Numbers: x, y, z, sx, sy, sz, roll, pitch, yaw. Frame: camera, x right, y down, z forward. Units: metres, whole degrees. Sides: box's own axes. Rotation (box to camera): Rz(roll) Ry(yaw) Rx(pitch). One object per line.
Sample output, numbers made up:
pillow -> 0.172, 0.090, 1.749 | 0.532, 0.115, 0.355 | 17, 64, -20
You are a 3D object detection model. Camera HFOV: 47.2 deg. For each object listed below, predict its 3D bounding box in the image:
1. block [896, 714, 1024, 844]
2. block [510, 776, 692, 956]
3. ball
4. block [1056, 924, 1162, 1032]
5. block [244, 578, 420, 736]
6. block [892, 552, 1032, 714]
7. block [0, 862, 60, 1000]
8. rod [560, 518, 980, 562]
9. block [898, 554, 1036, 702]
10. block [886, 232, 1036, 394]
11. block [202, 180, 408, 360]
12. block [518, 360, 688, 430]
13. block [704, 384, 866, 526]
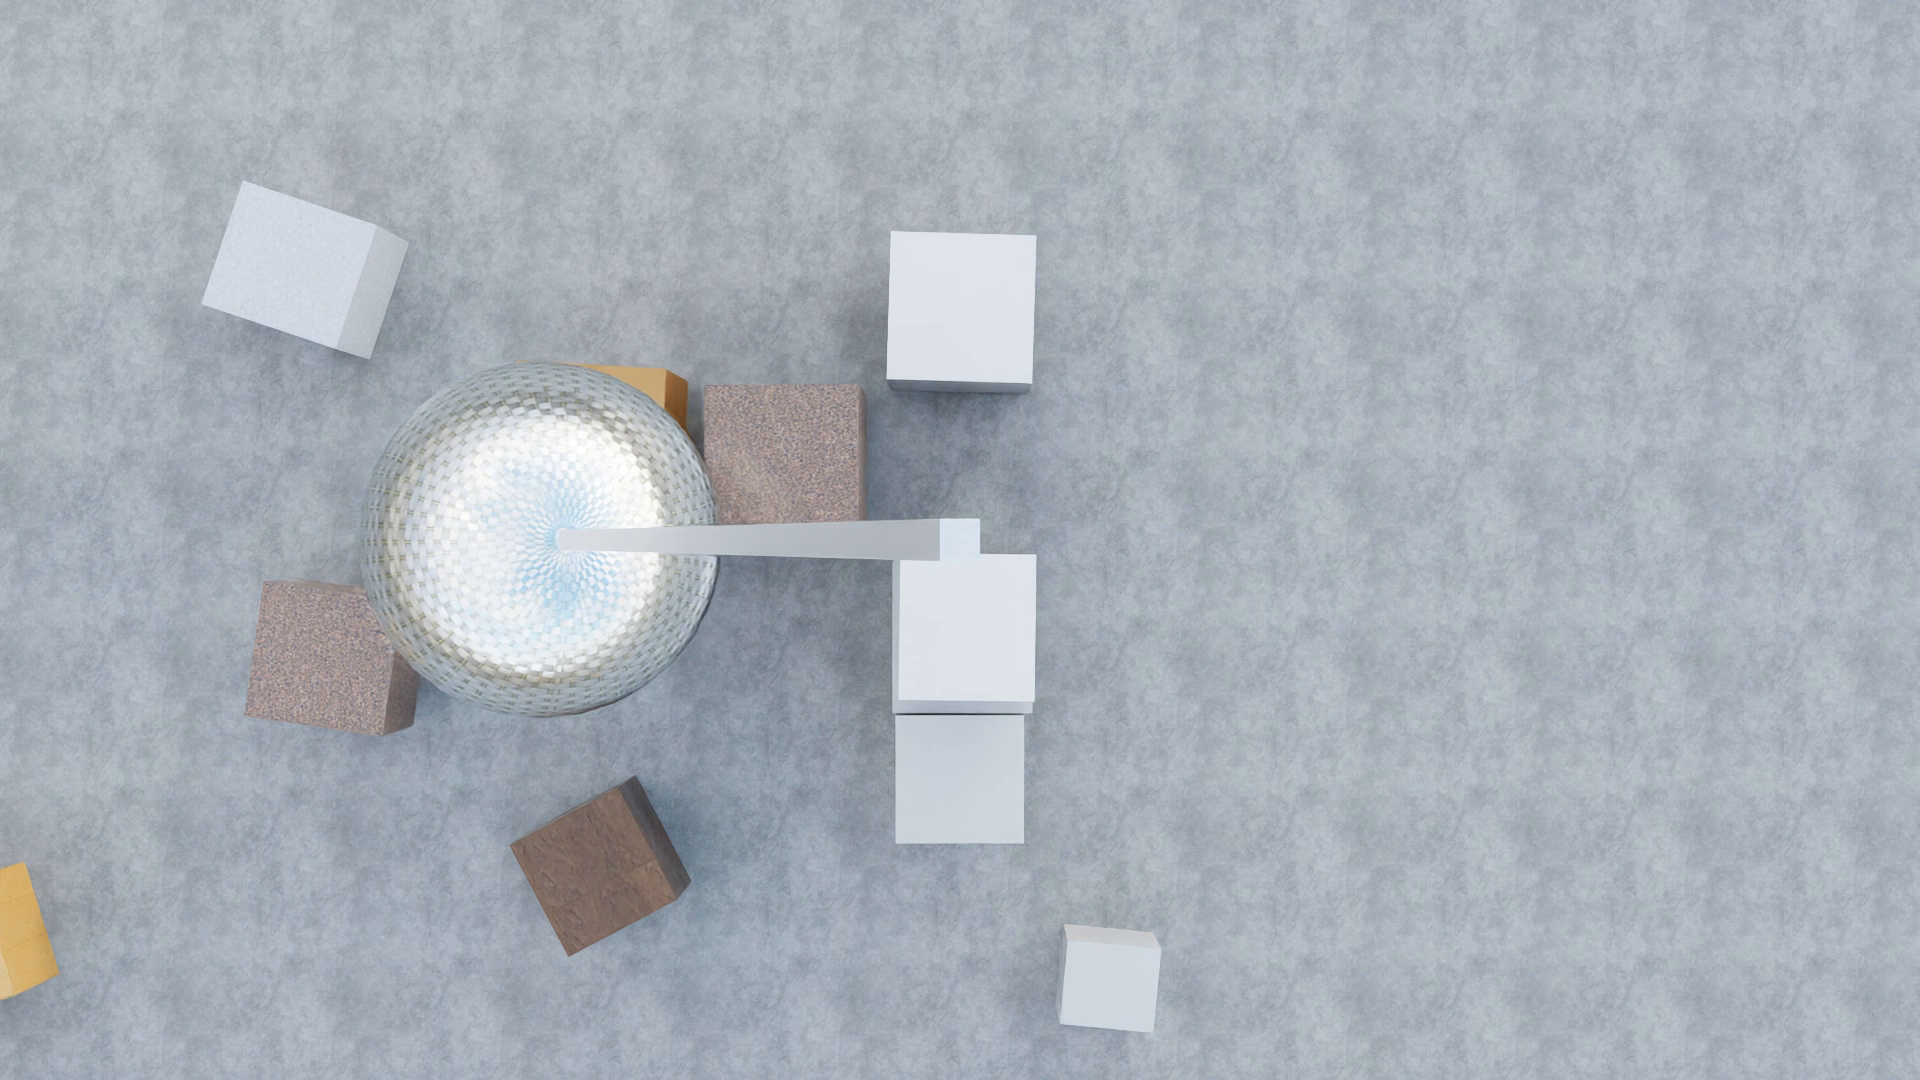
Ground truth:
block -> -0.001, 1.325, 12.584 | 0.710, 0.832, 0.705 | 0, 90, 0
block -> -2.056, 1.863, 12.660 | 0.688, 0.680, 0.710 | -28, 90, 0
ball -> -1.865, 0.000, 9.845 | 1.600, 1.600, 1.600 | 0, 90, 0
block -> 0.854, 2.532, 12.737 | 0.533, 0.527, 0.478 | 5, 90, 0
block -> -3.565, 0.664, 12.653 | 0.783, 0.694, 0.766 | 8, 90, 0
block -> 0.014, 0.519, 12.619 | 0.778, 0.763, 0.887 | 0, 90, 0
block -> -5.737, 2.330, 12.690 | 0.652, 0.621, 0.699 | -17, 90, 0
rod -> -0.808, 0.000, 6.613 | 0.080, 5.200, 0.080 | 0, 90, -18
block -> 0.039, 0.456, 11.862 | 0.710, 0.750, 0.767 | 1, 90, 0
block -> 0.008, -1.283, 12.561 | 0.803, 0.878, 0.815 | 2, 90, 0
block -> -3.748, -1.538, 12.644 | 0.792, 0.712, 0.729 | 19, 90, 0
block -> -2.035, -0.499, 12.509 | 0.808, 0.983, 0.921 | 3, 90, 0
block -> -0.977, -0.392, 12.513 | 0.847, 0.974, 0.918 | 0, 90, 0
